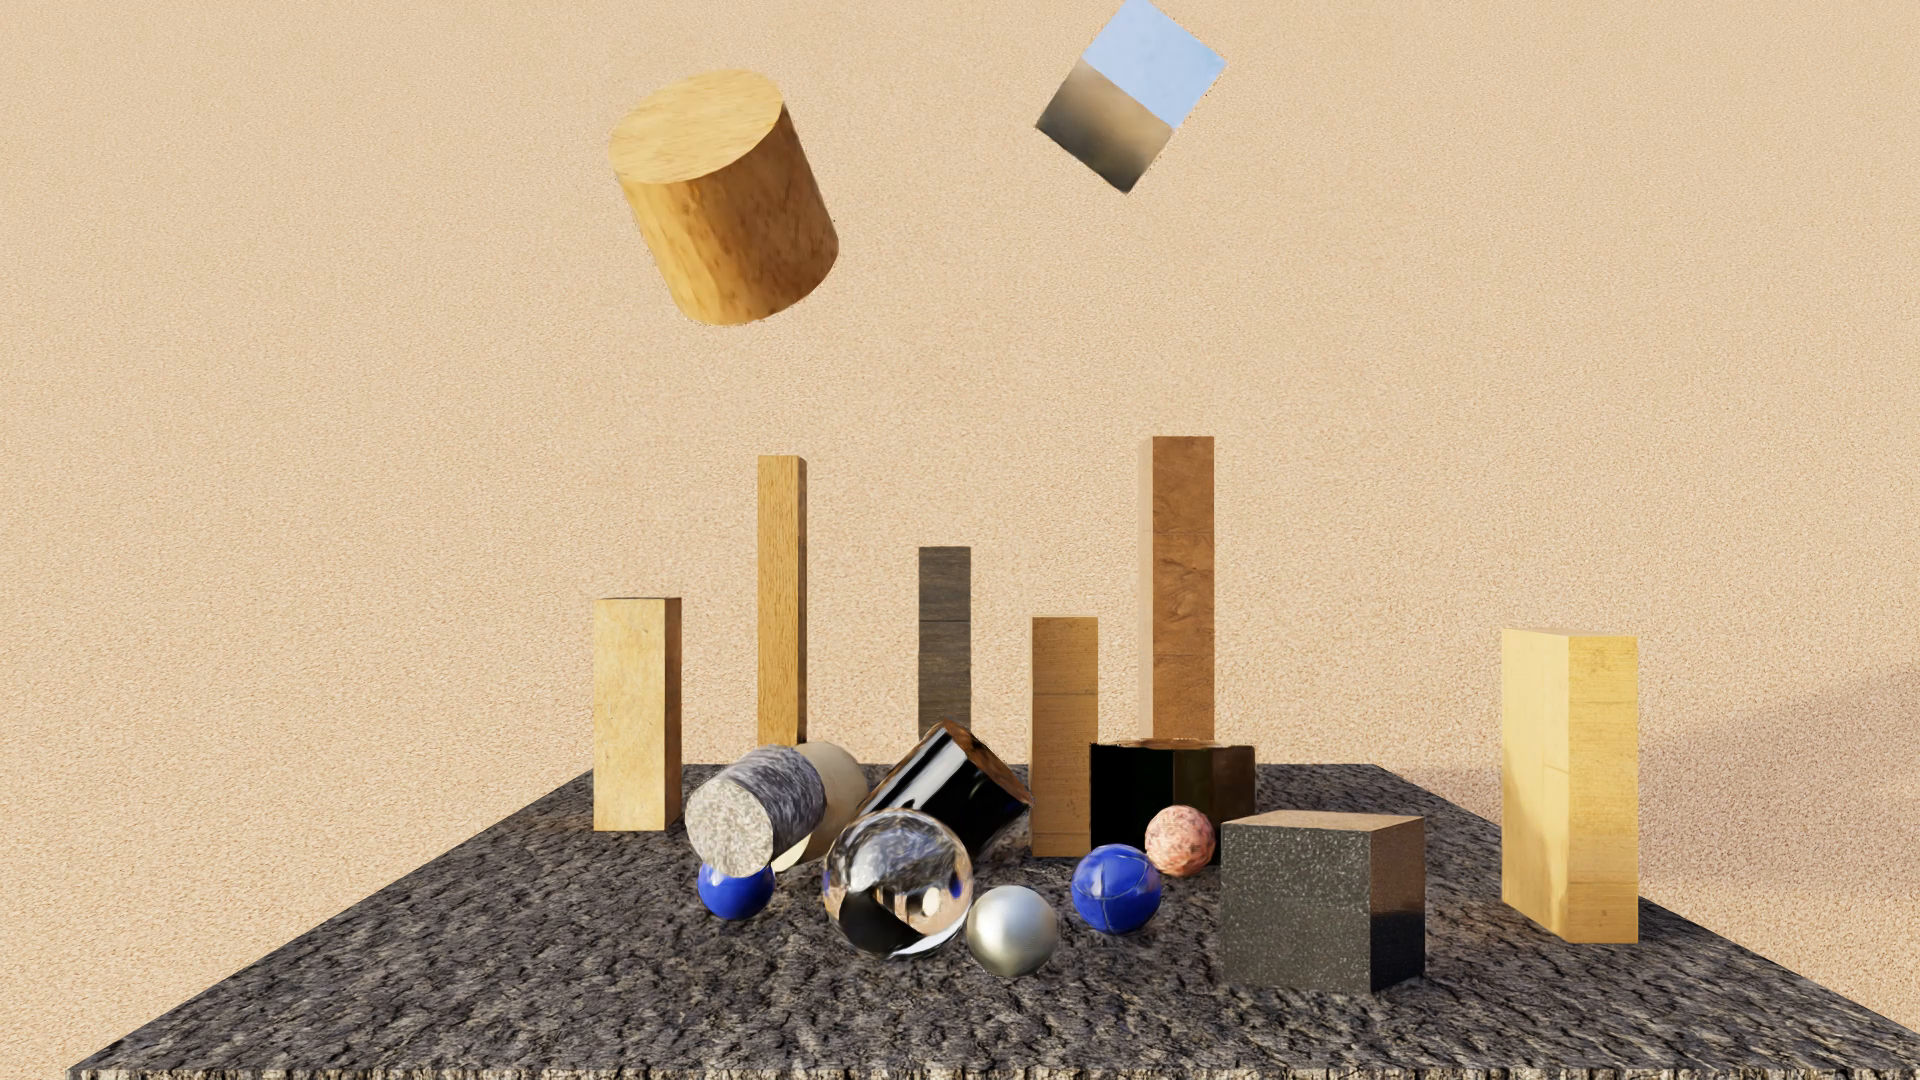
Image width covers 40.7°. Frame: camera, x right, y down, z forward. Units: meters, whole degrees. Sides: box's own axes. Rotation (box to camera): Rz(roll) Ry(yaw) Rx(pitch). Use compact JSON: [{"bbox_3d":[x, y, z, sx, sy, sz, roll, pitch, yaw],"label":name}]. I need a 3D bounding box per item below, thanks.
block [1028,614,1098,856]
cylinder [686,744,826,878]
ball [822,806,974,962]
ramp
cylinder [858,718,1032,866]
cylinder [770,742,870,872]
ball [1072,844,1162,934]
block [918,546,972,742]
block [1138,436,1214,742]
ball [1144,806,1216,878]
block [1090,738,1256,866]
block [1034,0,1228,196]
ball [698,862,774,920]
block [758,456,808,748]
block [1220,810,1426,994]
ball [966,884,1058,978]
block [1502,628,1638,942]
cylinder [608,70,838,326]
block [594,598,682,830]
[{"bbox_3d":[0.187,0.352,4.746,0.117,0.426,0.271,0,0,0],"label":"block"},{"bbox_3d":[-0.274,0.364,3.489,0.138,0.138,0.138,15,23,23],"label":"cylinder"},{"bbox_3d":[-0.082,0.454,3.417,0.203,0.203,0.203,0,31,0],"label":"ball"},{"bbox_3d":[0.069,0.614,4.690,2.000,0.100,4.000,0,0,0],"label":"ramp"},{"bbox_3d":[-0.022,0.379,3.703,0.178,0.178,0.178,-47,37,6],"label":"cylinder"},{"bbox_3d":[-0.274,0.433,4.217,0.189,0.189,0.189,17,11,25],"label":"cylinder"},{"bbox_3d":[0.221,0.493,3.657,0.128,0.128,0.128,0,31,0],"label":"ball"},{"bbox_3d":[-0.026,0.288,4.550,0.089,0.551,0.283,0,0,0],"label":"block"},{"bbox_3d":[0.457,0.179,5.512,0.126,0.781,0.431,0,0,0],"label":"block"},{"bbox_3d":[0.367,0.502,4.319,0.119,0.119,0.119,0,31,0],"label":"ball"},{"bbox_3d":[0.374,0.462,4.558,0.204,0.204,0.204,0,-1,-40],"label":"block"},{"bbox_3d":[0.160,-0.420,2.439,0.110,0.110,0.110,37,56,-2],"label":"block"},{"bbox_3d":[-0.329,0.502,3.802,0.113,0.113,0.113,0,31,0],"label":"ball"},{"bbox_3d":[-0.399,0.194,5.836,0.088,0.757,0.347,0,0,0],"label":"block"},{"bbox_3d":[0.462,0.455,3.288,0.199,0.199,0.199,0,0,29],"label":"block"},{"bbox_3d":[0.065,0.496,3.286,0.116,0.116,0.116,0,31,0],"label":"ball"},{"bbox_3d":[0.888,0.346,3.797,0.095,0.423,0.441,0,0,0],"label":"block"},{"bbox_3d":[-0.211,-0.308,2.331,0.162,0.162,0.162,-12,43,11],"label":"cylinder"},{"bbox_3d":[-0.646,0.343,5.215,0.138,0.451,0.310,0,0,0],"label":"block"}]
